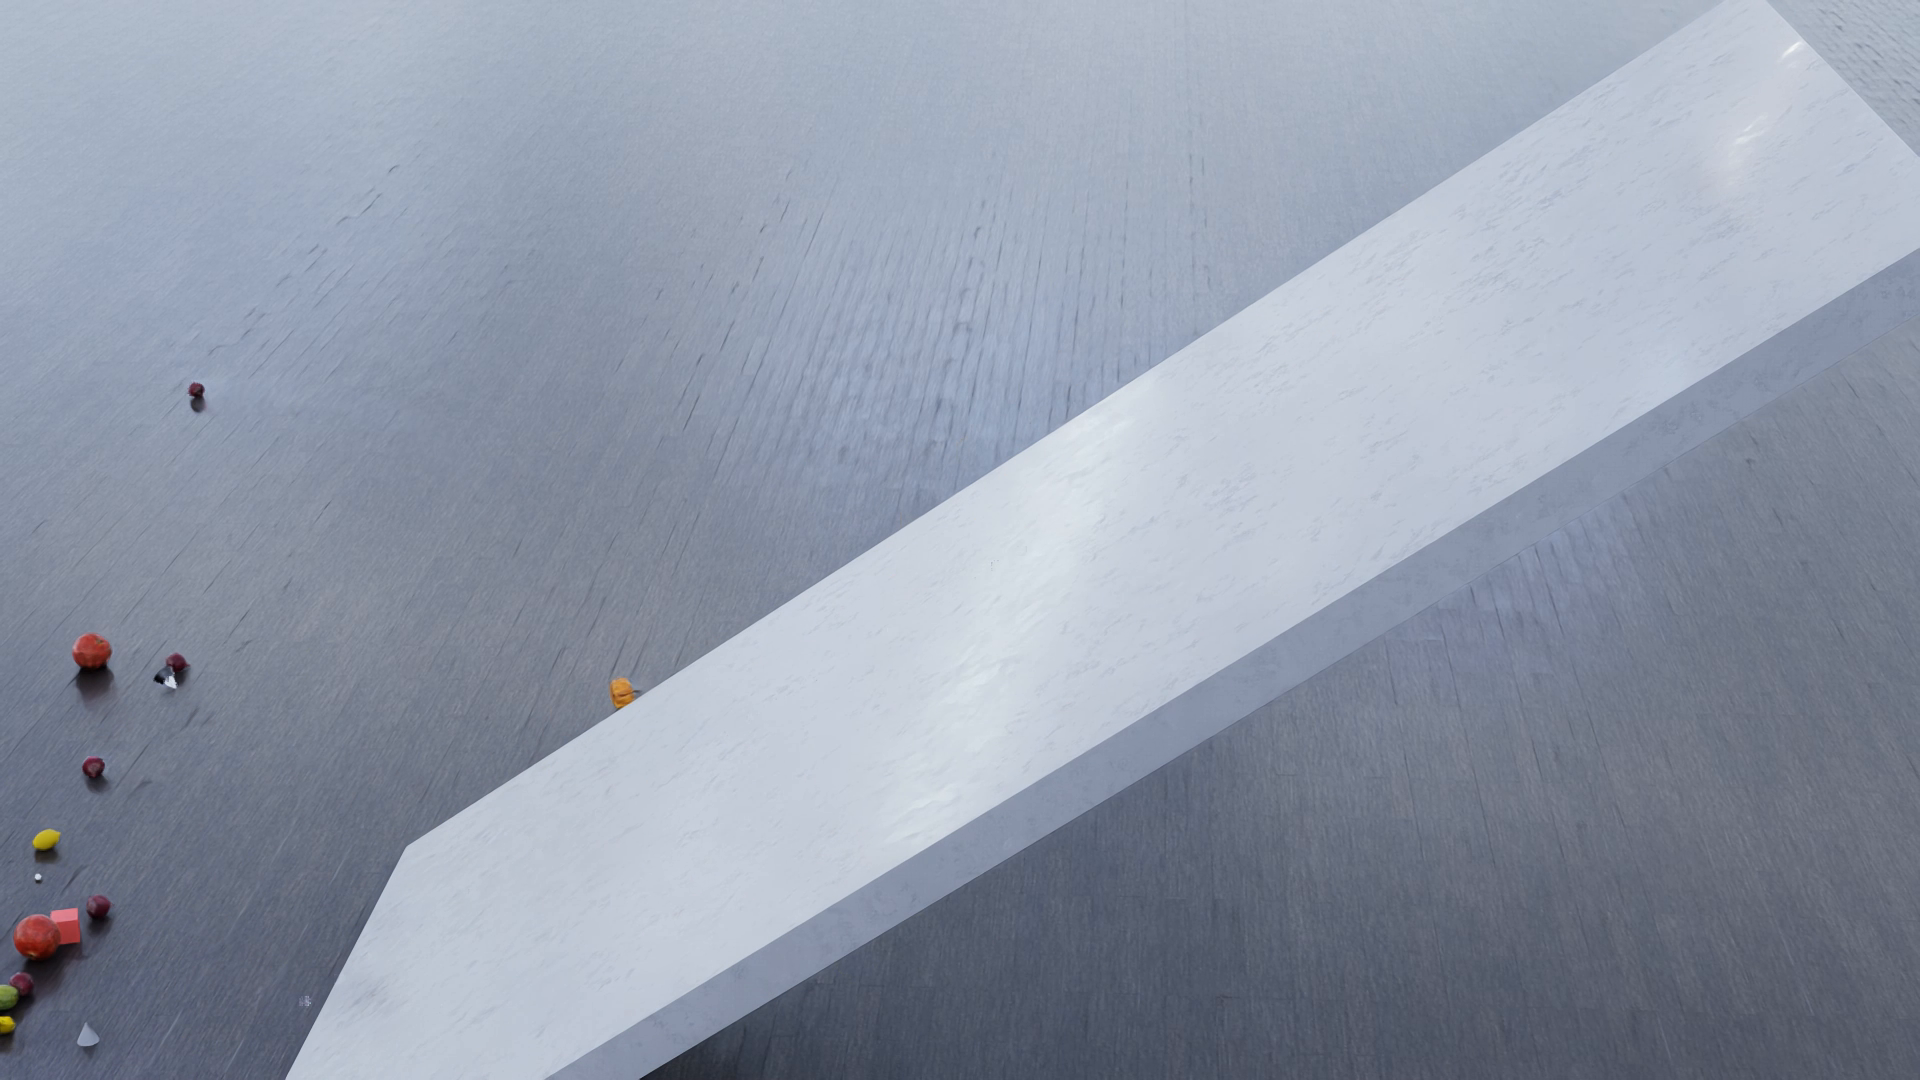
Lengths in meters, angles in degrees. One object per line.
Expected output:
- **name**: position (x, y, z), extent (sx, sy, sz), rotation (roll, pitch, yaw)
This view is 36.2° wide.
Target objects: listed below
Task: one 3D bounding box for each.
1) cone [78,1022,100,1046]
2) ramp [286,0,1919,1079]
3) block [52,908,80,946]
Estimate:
- **cone**: position (-2.072, 1.165, 6.983), extent (0.052, 0.052, 0.052), rotation (0, 21, 0)
- **ramp**: position (0.135, 0.174, 6.307), extent (4.000, 0.100, 2.000), rotation (-32, 16, 15)
- **block**: position (-2.263, 0.978, 7.444), extent (0.064, 0.064, 0.064), rotation (-6, 22, -14)
